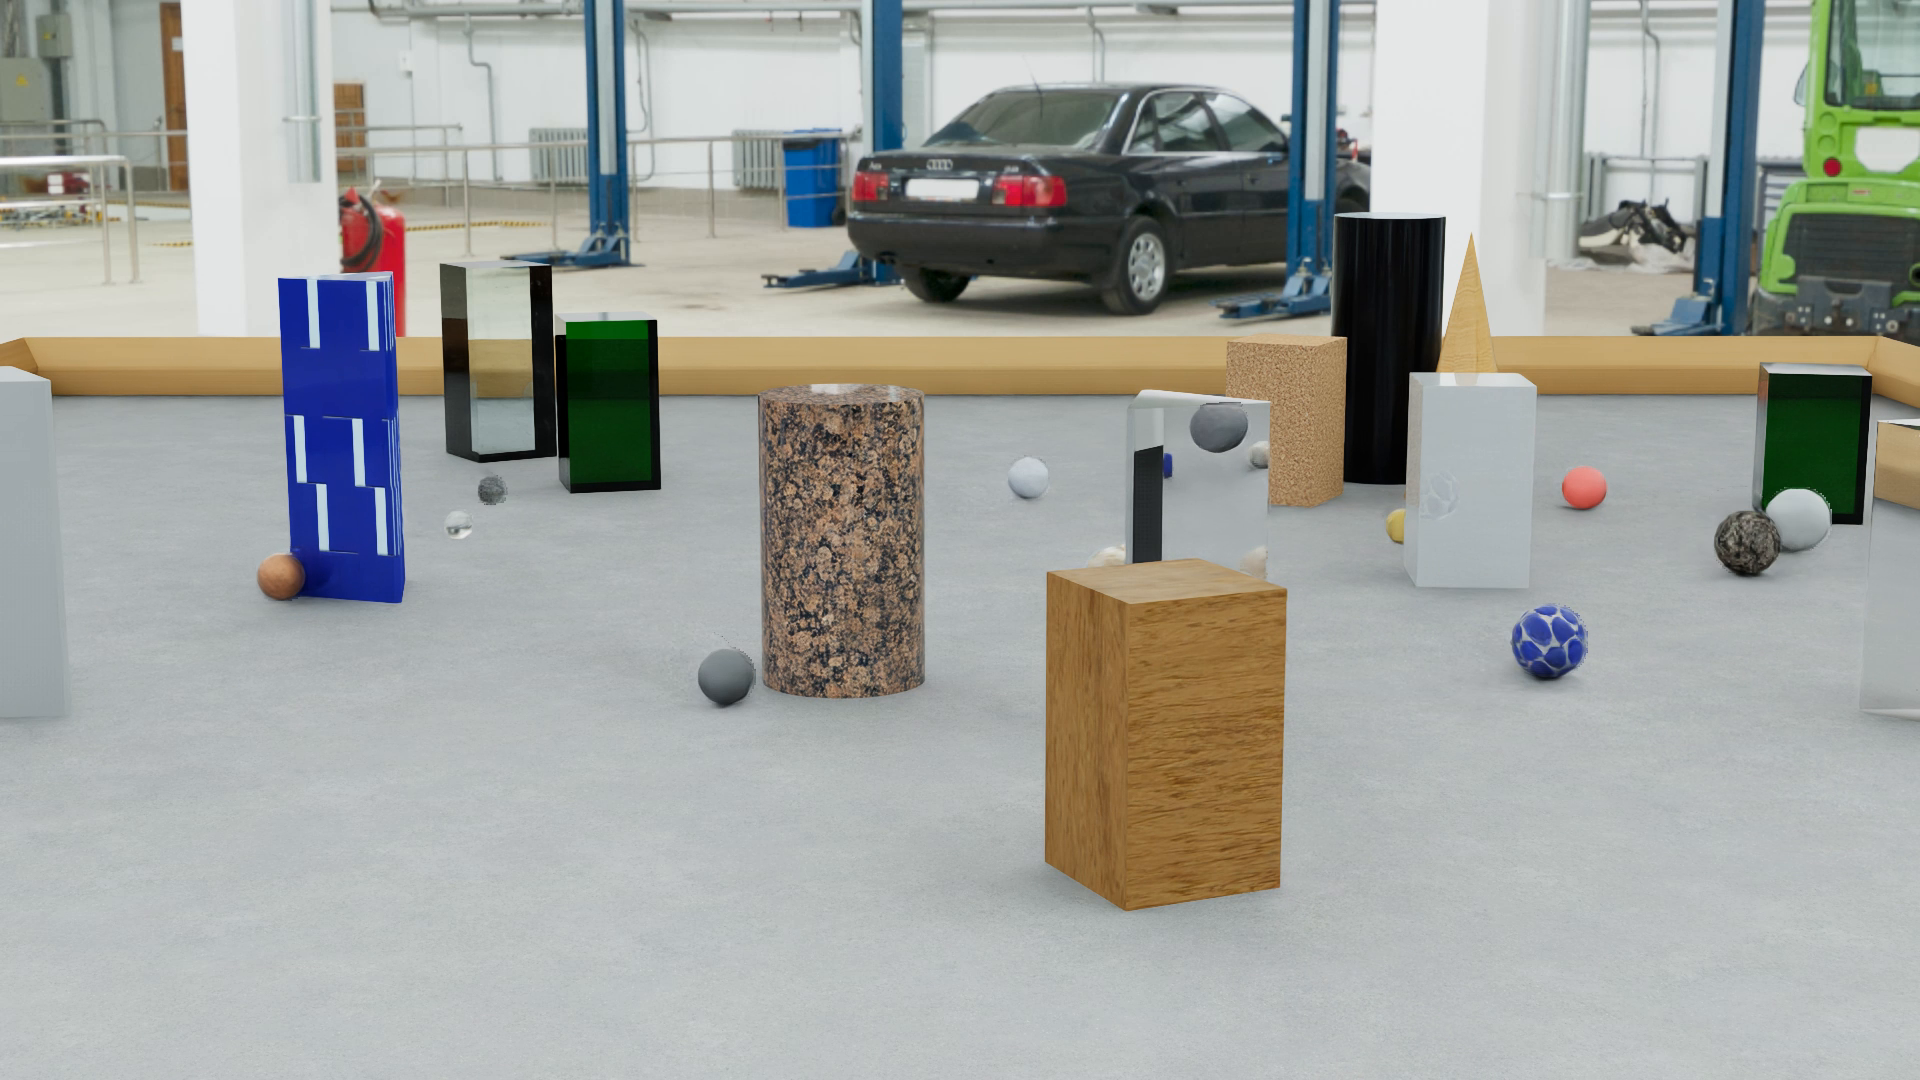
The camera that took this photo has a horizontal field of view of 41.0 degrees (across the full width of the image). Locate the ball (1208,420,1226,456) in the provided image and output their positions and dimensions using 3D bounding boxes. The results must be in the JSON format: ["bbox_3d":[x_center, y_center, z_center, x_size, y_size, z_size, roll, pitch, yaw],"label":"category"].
[{"bbox_3d":[0.501,-0.192,4.820,0.071,0.071,0.071,0,11,0],"label":"ball"}]

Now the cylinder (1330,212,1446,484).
[{"bbox_3d":[0.756,-0.343,4.558,0.196,0.464,0.196,0,11,0],"label":"cylinder"}]

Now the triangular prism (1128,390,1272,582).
[{"bbox_3d":[0.238,0.018,2.897,0.170,0.360,0.147,-4,11,-20],"label":"triangular prism"}]

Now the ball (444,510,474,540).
[{"bbox_3d":[-0.779,-0.023,3.986,0.044,0.044,0.044,0,11,0],"label":"ball"}]

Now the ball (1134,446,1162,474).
[{"bbox_3d":[0.338,-0.143,4.612,0.050,0.050,0.050,0,11,0],"label":"ball"}]

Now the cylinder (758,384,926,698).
[{"bbox_3d":[-0.139,-0.003,3.050,0.196,0.345,0.196,0,11,0],"label":"cylinder"}]

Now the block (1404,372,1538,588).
[{"bbox_3d":[0.727,-0.088,3.670,0.157,0.286,0.157,1,11,3],"label":"block"}]

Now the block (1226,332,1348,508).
[{"bbox_3d":[0.552,-0.206,4.352,0.157,0.270,0.157,5,12,27],"label":"block"}]

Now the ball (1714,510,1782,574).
[{"bbox_3d":[1.138,0.003,3.709,0.093,0.093,0.093,0,11,0],"label":"ball"}]

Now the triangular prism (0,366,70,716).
[{"bbox_3d":[-1.101,-0.001,2.942,0.170,0.381,0.147,-1,11,-4],"label":"triangular prism"}]

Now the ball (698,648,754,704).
[{"bbox_3d":[-0.270,0.157,2.957,0.064,0.064,0.064,0,11,0],"label":"ball"}]

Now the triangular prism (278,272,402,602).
[{"bbox_3d":[-0.825,-0.148,3.571,0.170,0.440,0.147,4,11,19],"label":"triangular prism"}]

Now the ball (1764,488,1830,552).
[{"bbox_3d":[1.267,-0.031,3.884,0.096,0.096,0.096,0,11,0],"label":"ball"}]

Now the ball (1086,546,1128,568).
[{"bbox_3d":[0.212,0.056,3.408,0.098,0.098,0.098,0,11,0],"label":"ball"}]

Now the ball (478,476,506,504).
[{"bbox_3d":[-0.785,-0.083,4.300,0.046,0.046,0.046,0,11,0],"label":"ball"}]

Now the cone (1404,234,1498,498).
[{"bbox_3d":[0.853,-0.293,4.319,0.196,0.454,0.196,0,11,0],"label":"cone"}]

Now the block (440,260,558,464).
[{"bbox_3d":[-0.867,-0.338,4.819,0.157,0.359,0.157,-7,13,-33],"label":"block"}]

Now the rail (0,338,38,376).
[{"bbox_3d":[-2.048,0.035,3.437,0.045,0.127,4.640,0,11,0],"label":"rail"}]

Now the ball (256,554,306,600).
[{"bbox_3d":[-0.934,0.051,3.528,0.065,0.065,0.065,0,11,0],"label":"ball"}]

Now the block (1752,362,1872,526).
[{"bbox_3d":[1.385,-0.159,4.179,0.157,0.241,0.157,2,11,11],"label":"block"}]

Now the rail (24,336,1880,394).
[{"bbox_3d":[-0.013,-0.386,5.707,4.143,0.127,0.045,0,11,0],"label":"rail"}]

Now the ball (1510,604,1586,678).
[{"bbox_3d":[0.706,0.122,3.080,0.089,0.089,0.089,0,11,0],"label":"ball"}]

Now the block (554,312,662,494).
[{"bbox_3d":[-0.616,-0.243,4.479,0.157,0.296,0.157,-3,11,-16],"label":"block"}]

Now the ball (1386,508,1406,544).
[{"bbox_3d":[0.682,-0.021,3.940,0.056,0.056,0.056,0,11,0],"label":"ball"}]

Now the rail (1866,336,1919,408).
[{"bbox_3d":[2.048,0.031,3.461,0.045,0.127,4.640,0,11,0],"label":"rail"}]

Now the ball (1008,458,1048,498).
[{"bbox_3d":[0.116,-0.105,4.356,0.070,0.070,0.070,0,11,0],"label":"ball"}]

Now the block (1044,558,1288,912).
[{"bbox_3d":[0.183,0.170,2.312,0.157,0.274,0.157,-5,12,-24],"label":"block"}]

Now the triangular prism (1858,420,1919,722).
[{"bbox_3d":[1.139,0.032,2.895,0.147,0.333,0.170,-10,15,-44],"label":"triangular prism"}]

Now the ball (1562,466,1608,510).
[{"bbox_3d":[1.035,-0.087,4.251,0.072,0.072,0.072,0,11,0],"label":"ball"}]
